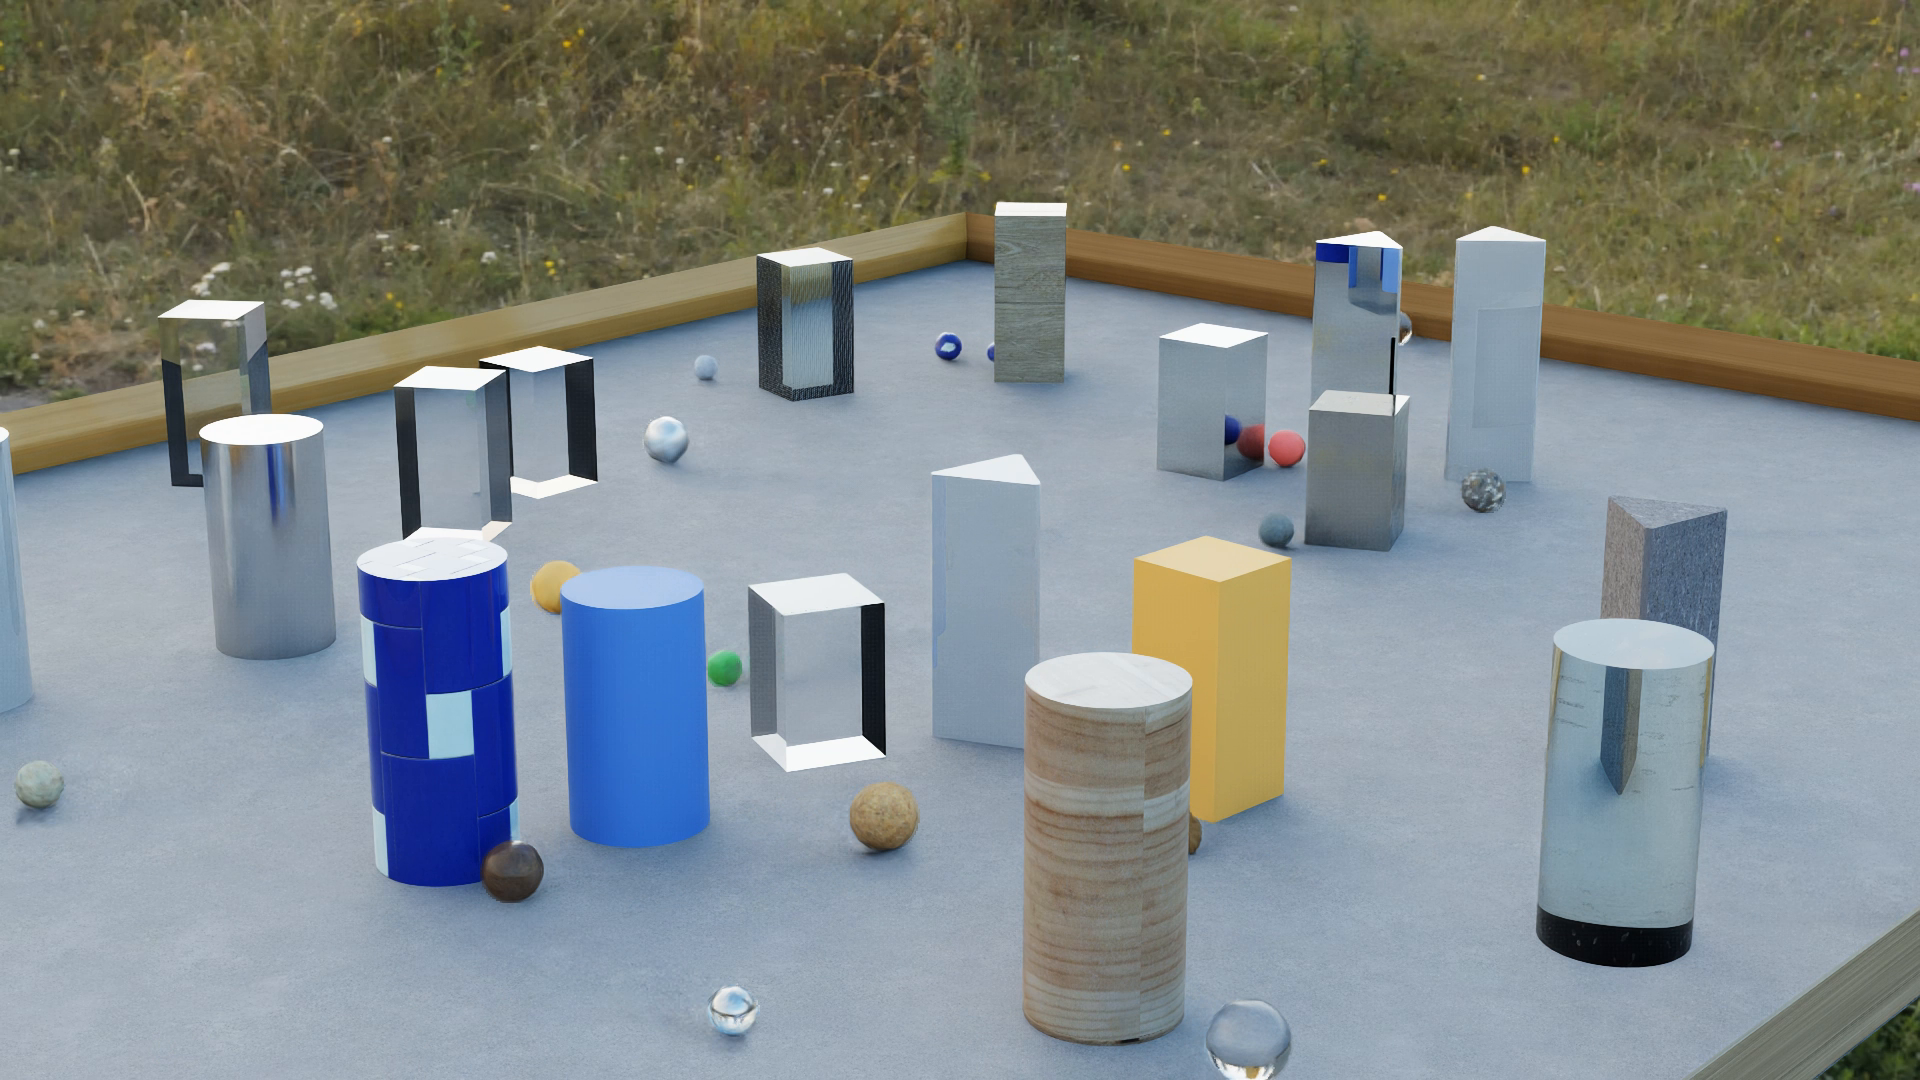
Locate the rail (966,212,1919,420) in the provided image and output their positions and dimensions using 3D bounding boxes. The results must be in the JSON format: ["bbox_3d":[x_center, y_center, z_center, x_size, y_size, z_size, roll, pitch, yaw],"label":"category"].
[{"bbox_3d":[1.469,-0.456,6.739,3.893,0.128,0.045,14,22,39],"label":"rail"}]

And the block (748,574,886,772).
[{"bbox_3d":[-0.214,0.196,4.382,0.157,0.242,0.157,-7,18,-22],"label":"block"}]

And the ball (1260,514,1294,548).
[{"bbox_3d":[0.584,-0.017,5.399,0.063,0.063,0.063,0,17,0],"label":"ball"}]

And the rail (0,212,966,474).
[{"bbox_3d":[-1.452,-0.332,6.327,0.045,0.128,4.527,14,22,39],"label":"rail"}]

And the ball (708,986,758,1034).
[{"bbox_3d":[-0.271,0.560,3.492,0.058,0.058,0.058,0,17,0],"label":"ball"}]

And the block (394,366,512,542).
[{"bbox_3d":[-0.941,-0.157,5.459,0.157,0.296,0.157,3,17,11],"label":"block"}]

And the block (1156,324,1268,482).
[{"bbox_3d":[0.507,-0.279,5.901,0.157,0.274,0.157,12,21,35],"label":"block"}]

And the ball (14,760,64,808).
[{"bbox_3d":[-1.312,0.348,4.178,0.067,0.067,0.067,0,17,0],"label":"ball"}]

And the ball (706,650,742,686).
[{"bbox_3d":[-0.375,0.204,4.676,0.057,0.057,0.057,0,17,0],"label":"ball"}]

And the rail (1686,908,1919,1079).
[{"bbox_3d":[1.452,0.396,3.913,0.045,0.128,4.527,14,22,39],"label":"rail"}]

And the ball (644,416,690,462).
[{"bbox_3d":[-0.598,-0.204,5.968,0.093,0.093,0.093,0,17,0],"label":"ball"}]

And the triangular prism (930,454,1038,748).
[{"bbox_3d":[0.062,0.088,4.442,0.170,0.414,0.147,6,18,20],"label":"triangular prism"}]

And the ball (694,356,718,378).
[{"bbox_3d":[-0.577,-0.393,6.662,0.054,0.054,0.054,0,17,0],"label":"ball"}]

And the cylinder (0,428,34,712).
[{"bbox_3d":[-1.564,0.047,4.564,0.197,0.423,0.197,0,17,0],"label":"cylinder"}]

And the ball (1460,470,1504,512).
[{"bbox_3d":[1.002,-0.095,5.624,0.082,0.082,0.082,0,17,0],"label":"ball"}]

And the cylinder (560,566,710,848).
[{"bbox_3d":[-0.451,0.230,4.088,0.197,0.346,0.197,0,17,0],"label":"cylinder"}]

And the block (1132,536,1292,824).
[{"bbox_3d":[0.356,0.196,4.183,0.157,0.356,0.157,16,23,42],"label":"block"}]

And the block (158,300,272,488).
[{"bbox_3d":[-1.473,-0.290,5.819,0.157,0.342,0.157,2,17,7],"label":"block"}]

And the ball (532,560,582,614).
[{"bbox_3d":[-0.687,0.081,5.024,0.091,0.091,0.091,0,17,0],"label":"ball"}]

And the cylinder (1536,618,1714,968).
[{"bbox_3d":[0.839,0.318,3.710,0.197,0.396,0.197,0,17,0],"label":"cylinder"}]

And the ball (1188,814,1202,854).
[{"bbox_3d":[0.302,0.401,4.015,0.061,0.061,0.061,0,17,0],"label":"ball"}]

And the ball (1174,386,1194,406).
[{"bbox_3d":[0.491,-0.313,6.413,0.044,0.044,0.044,0,17,0],"label":"ball"}]

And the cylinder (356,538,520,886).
[{"bbox_3d":[-0.699,0.230,3.947,0.197,0.429,0.197,0,17,0],"label":"cylinder"}]

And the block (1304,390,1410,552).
[{"bbox_3d":[0.736,-0.129,5.434,0.157,0.257,0.157,5,18,17],"label":"block"}]

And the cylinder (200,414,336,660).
[{"bbox_3d":[-1.140,-0.006,4.839,0.197,0.365,0.197,0,17,0],"label":"cylinder"}]

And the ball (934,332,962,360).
[{"bbox_3d":[-0.028,-0.452,6.837,0.065,0.065,0.065,0,17,0],"label":"ball"}]

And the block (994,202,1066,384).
[{"bbox_3d":[0.160,-0.561,6.651,0.157,0.382,0.157,1,17,3],"label":"block"}]

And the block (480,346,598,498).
[{"bbox_3d":[-0.831,-0.234,5.787,0.157,0.253,0.157,14,22,38],"label":"block"}]

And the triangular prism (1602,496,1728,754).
[{"bbox_3d":[1.007,0.135,4.340,0.170,0.383,0.147,-12,21,-35],"label":"triangular prism"}]

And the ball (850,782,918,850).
[{"bbox_3d":[-0.105,0.379,4.030,0.094,0.094,0.094,0,17,0],"label":"ball"}]

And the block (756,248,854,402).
[{"bbox_3d":[-0.343,-0.481,6.521,0.157,0.303,0.157,-10,19,-30],"label":"block"}]

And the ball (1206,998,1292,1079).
[{"bbox_3d":[0.332,0.576,3.369,0.098,0.098,0.098,0,17,0],"label":"ball"}]

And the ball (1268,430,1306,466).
[{"bbox_3d":[0.663,-0.187,5.942,0.075,0.075,0.075,0,17,0],"label":"ball"}]

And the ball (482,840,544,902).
[{"bbox_3d":[-0.589,0.436,3.866,0.081,0.081,0.081,0,17,0],"label":"ball"}]

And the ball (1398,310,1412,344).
[{"bbox_3d":[1.035,-0.505,6.981,0.084,0.084,0.084,0,17,0],"label":"ball"}]

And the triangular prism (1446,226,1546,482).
[{"bbox_3d":[1.058,-0.372,5.845,0.170,0.485,0.147,1,17,3],"label":"triangular prism"}]

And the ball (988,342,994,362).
[{"bbox_3d":[0.090,-0.435,6.803,0.053,0.053,0.053,0,17,0],"label":"ball"}]

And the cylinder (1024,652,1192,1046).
[{"bbox_3d":[0.174,0.367,3.498,0.197,0.425,0.197,0,17,0],"label":"cylinder"}]

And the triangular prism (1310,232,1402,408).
[{"bbox_3d":[0.796,-0.355,5.782,0.170,0.488,0.147,7,18,22],"label":"triangular prism"}]
